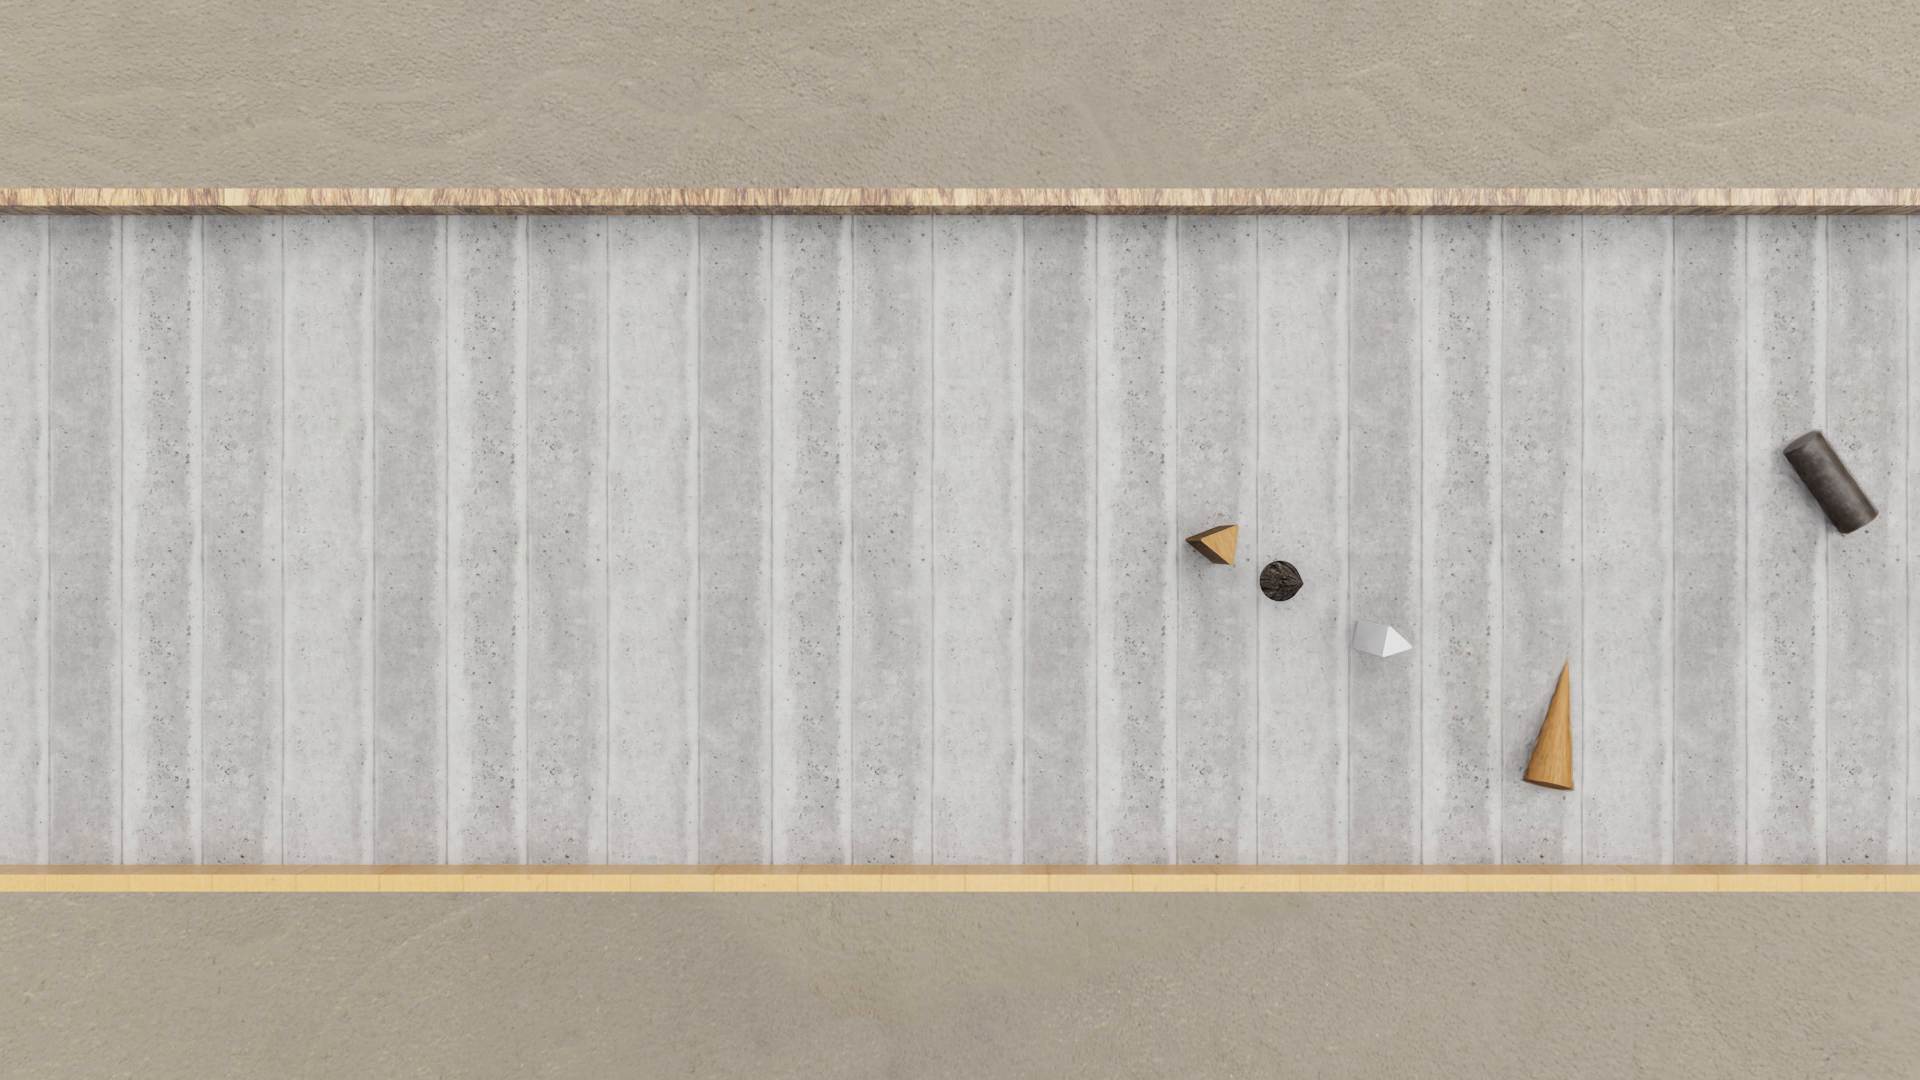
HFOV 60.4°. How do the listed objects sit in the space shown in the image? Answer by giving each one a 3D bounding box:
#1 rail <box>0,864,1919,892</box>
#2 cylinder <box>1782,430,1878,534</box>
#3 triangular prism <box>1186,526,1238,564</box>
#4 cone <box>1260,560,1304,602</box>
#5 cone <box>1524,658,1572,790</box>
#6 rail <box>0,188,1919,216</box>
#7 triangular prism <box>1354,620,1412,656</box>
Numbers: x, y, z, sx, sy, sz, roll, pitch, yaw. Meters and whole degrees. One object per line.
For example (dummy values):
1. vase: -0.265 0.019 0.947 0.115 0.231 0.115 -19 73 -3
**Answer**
1. rail: -2.247 1.025 5.001 12.000 0.150 0.050 0 90 0
2. cylinder: 2.646 -0.175 5.018 0.118 0.118 0.303 -35 90 0
3. triangular prism: 0.769 -0.004 4.910 0.115 0.332 0.100 39 90 0
4. cone: 0.985 0.126 4.900 0.126 0.353 0.126 0 90 0
5. cone: 1.826 0.553 5.041 0.144 0.144 0.398 13 80 0
6. rail: -2.247 -1.025 5.002 12.000 0.150 0.050 0 90 0
7. triangular prism: 1.239 0.284 4.896 0.088 0.361 0.076 -18 90 0
